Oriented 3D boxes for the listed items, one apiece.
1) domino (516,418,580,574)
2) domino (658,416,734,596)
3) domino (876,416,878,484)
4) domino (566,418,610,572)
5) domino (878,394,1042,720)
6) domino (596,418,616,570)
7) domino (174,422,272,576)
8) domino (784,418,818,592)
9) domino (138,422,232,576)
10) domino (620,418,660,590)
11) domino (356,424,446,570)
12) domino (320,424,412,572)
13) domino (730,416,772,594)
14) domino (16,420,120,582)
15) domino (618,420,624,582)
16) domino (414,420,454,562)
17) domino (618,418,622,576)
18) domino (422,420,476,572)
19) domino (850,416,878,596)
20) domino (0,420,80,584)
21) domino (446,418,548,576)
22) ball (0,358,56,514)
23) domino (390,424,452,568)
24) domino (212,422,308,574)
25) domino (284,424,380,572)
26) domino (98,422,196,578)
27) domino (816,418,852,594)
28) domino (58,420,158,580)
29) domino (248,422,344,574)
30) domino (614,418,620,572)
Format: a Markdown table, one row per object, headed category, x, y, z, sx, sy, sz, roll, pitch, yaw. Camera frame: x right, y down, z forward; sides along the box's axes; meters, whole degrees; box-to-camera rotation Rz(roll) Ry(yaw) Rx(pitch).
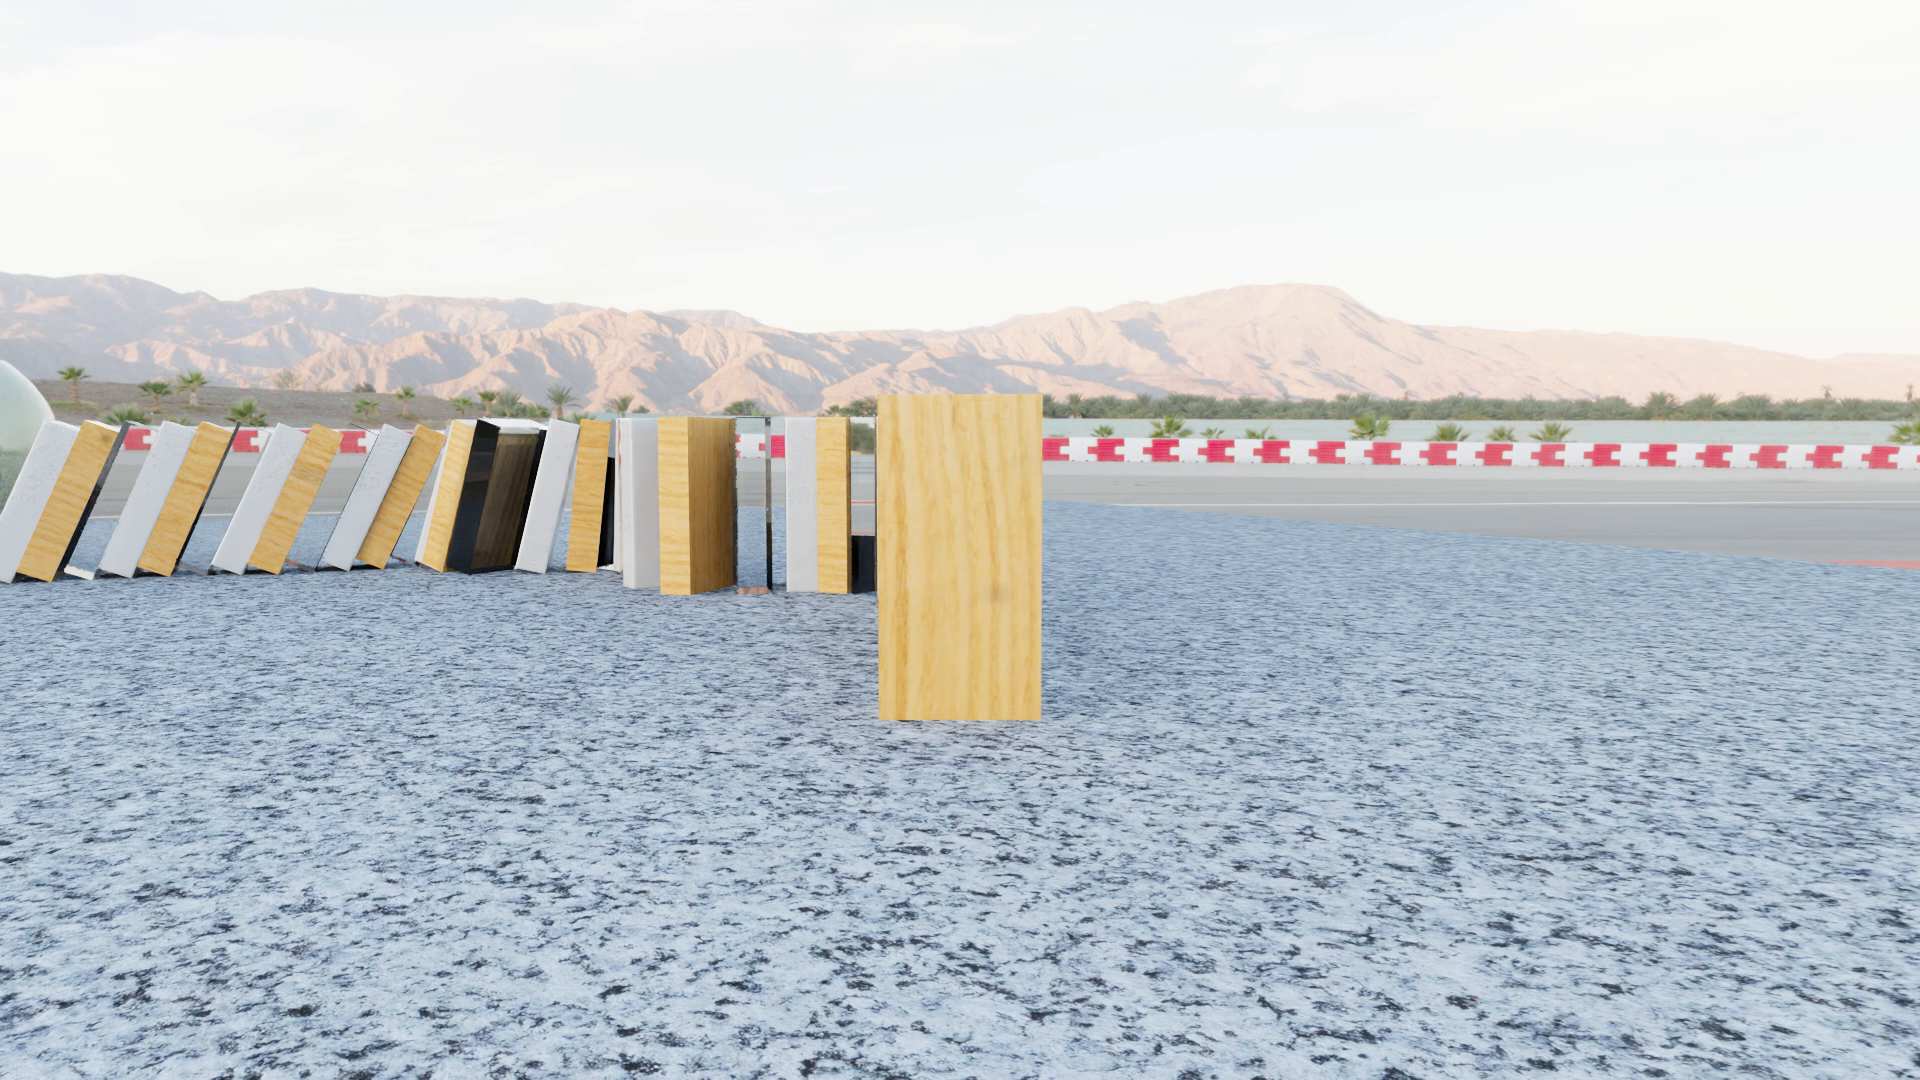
| category | x | y | z | sx | sy | sz | roll | pitch | yaw |
| --- | --- | --- | --- | --- | --- | --- | --- | --- | --- |
| domino | -0.137 | -0.015 | 0.430 | 0.010 | 0.050 | 0.025 | 13 | 1 | -15 |
| domino | -0.077 | -0.010 | 0.373 | 0.009 | 0.050 | 0.025 | 1 | 5 | 18 |
| domino | -0.010 | -0.009 | 0.355 | 0.025 | 0.050 | 0.009 | -2 | 5 | -26 |
| domino | -0.125 | -0.015 | 0.435 | 0.009 | 0.050 | 0.025 | 6 | 3 | -14 |
| domino | 0.000 | 0.002 | 0.201 | 0.025 | 0.050 | 0.010 | 0 | 4 | 0 |
| domino | -0.112 | -0.016 | 0.438 | 0.009 | 0.050 | 0.025 | 8 | 5 | 7 |
| domino | -0.244 | -0.014 | 0.426 | 0.009 | 0.050 | 0.025 | 23 | -6 | -25 |
| domino | -0.047 | -0.011 | 0.379 | 0.009 | 0.050 | 0.025 | -1 | 4 | -8 |
| domino | -0.254 | -0.014 | 0.423 | 0.009 | 0.050 | 0.025 | 23 | -6 | -25 |
| domino | -0.088 | -0.011 | 0.385 | 0.025 | 0.050 | 0.009 | -3 | 5 | -32 |
| domino | -0.195 | -0.016 | 0.448 | 0.009 | 0.050 | 0.025 | 26 | -7 | -25 |
| domino | -0.204 | -0.015 | 0.441 | 0.010 | 0.050 | 0.025 | 25 | -7 | -25 |
| domino | -0.061 | -0.011 | 0.375 | 0.009 | 0.050 | 0.025 | -1 | 4 | -14 |
| domino | -0.280 | -0.013 | 0.406 | 0.009 | 0.050 | 0.025 | 23 | -6 | -25 |
| domino | -0.092 | -0.012 | 0.399 | 0.025 | 0.050 | 0.009 | -1 | 4 | -17 |
| domino | -0.170 | -0.016 | 0.444 | 0.009 | 0.050 | 0.025 | 21 | 9 | 12 |
| domino | -0.096 | -0.014 | 0.412 | 0.025 | 0.050 | 0.009 | -1 | 8 | -18 |
| domino | -0.163 | -0.015 | 0.432 | 0.009 | 0.050 | 0.025 | 22 | 13 | 22 |
| domino | -0.019 | -0.010 | 0.367 | 0.010 | 0.050 | 0.025 | 4 | 6 | 43 |
| domino | -0.290 | -0.013 | 0.403 | 0.009 | 0.050 | 0.025 | 23 | -6 | -25 |
| domino | -0.153 | -0.015 | 0.425 | 0.009 | 0.050 | 0.025 | 19 | 10 | 18 |
| ball | -0.355 | -0.030 | 0.438 | 0.080 | 0.080 | 0.080 | 0 | 4 | 0 |
| domino | -0.186 | -0.016 | 0.453 | 0.009 | 0.050 | 0.025 | 26 | -8 | -26 |
| domino | -0.233 | -0.014 | 0.428 | 0.009 | 0.050 | 0.025 | 25 | -7 | -25 |
| domino | -0.212 | -0.015 | 0.434 | 0.009 | 0.050 | 0.025 | 25 | -7 | -25 |
| domino | -0.263 | -0.014 | 0.418 | 0.009 | 0.050 | 0.025 | 23 | -6 | -25 |
| domino | -0.031 | -0.011 | 0.376 | 0.009 | 0.050 | 0.025 | 2 | 5 | 24 |
| domino | -0.272 | -0.013 | 0.412 | 0.010 | 0.050 | 0.025 | 23 | -6 | -25 |
| domino | -0.222 | -0.014 | 0.430 | 0.009 | 0.050 | 0.025 | 25 | -7 | -25 |
| domino | -0.101 | -0.015 | 0.425 | 0.025 | 0.050 | 0.009 | -3 | 11 | -39 |
